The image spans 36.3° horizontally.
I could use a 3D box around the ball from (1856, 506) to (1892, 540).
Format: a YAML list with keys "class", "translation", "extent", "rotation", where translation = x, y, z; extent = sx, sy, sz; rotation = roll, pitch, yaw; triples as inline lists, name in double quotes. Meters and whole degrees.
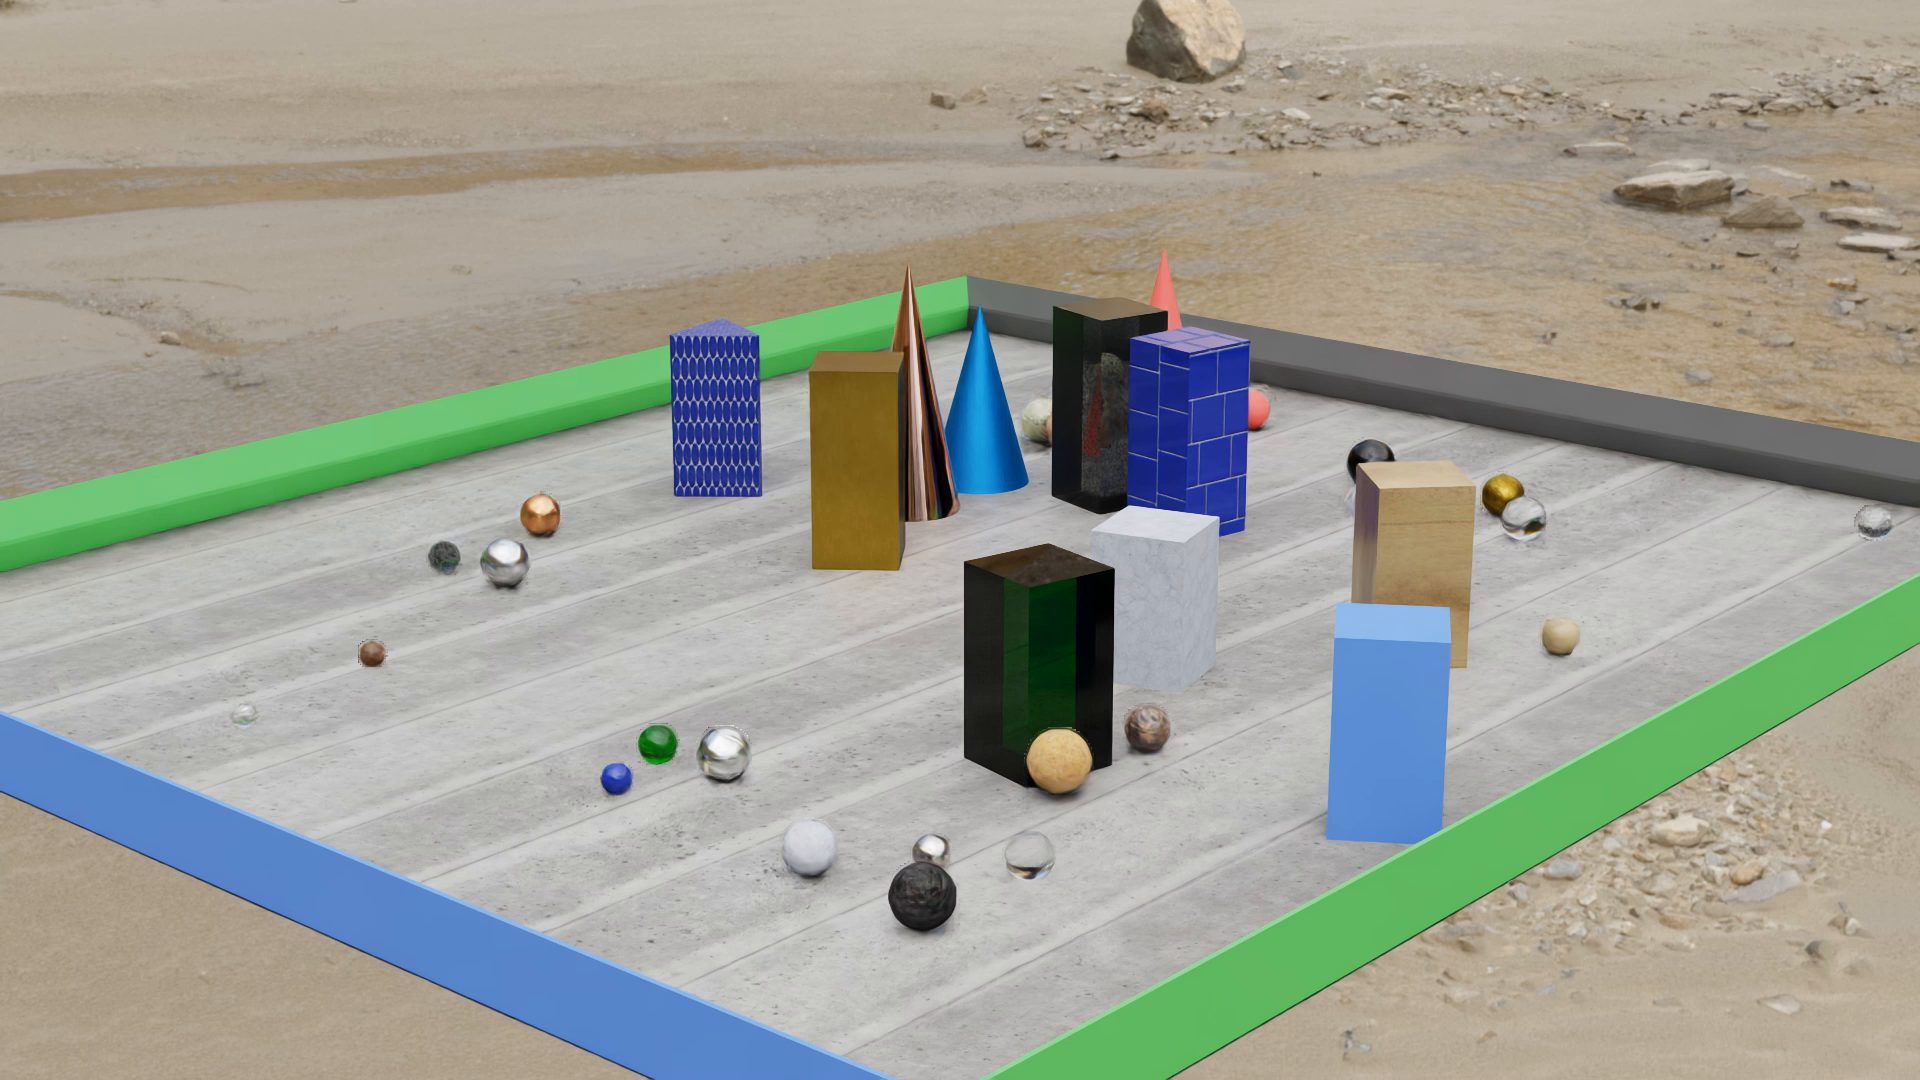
- class: "ball"
  translation: [1.697, -0.030, 5.441]
  extent: [0.063, 0.063, 0.063]
  rotation: [0, 17, 0]

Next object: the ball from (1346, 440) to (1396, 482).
- class: "ball"
  translation: [0.811, -0.150, 5.782]
  extent: [0.096, 0.096, 0.096]
  rotation: [0, 17, 0]

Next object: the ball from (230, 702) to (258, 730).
- class: "ball"
  translation: [-1.095, 0.270, 4.486]
  extent: [0.041, 0.041, 0.041]
  rotation: [0, 17, 0]

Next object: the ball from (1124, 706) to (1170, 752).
- class: "ball"
  translation: [0.281, 0.283, 4.393]
  extent: [0.069, 0.069, 0.069]
  rotation: [0, 17, 0]

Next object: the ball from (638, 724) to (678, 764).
- class: "ball"
  translation: [-0.448, 0.303, 4.344]
  extent: [0.059, 0.059, 0.059]
  rotation: [0, 17, 0]

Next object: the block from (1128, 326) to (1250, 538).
- class: "block"
  translation: [0.425, -0.196, 5.467]
  extent: [0.157, 0.366, 0.157]
  rotation: [-14, 22, -38]

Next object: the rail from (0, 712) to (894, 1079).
- class: "rail"
  translation: [-1.046, 0.380, 3.967]
  extent: [2.769, 0.127, 0.045]
  rotation: [14, 22, 39]

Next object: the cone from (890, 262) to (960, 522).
- class: "cone"
  translation: [-0.097, -0.295, 5.588]
  extent: [0.196, 0.486, 0.196]
  rotation: [0, 17, 0]

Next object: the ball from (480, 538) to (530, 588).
- class: "ball"
  translation: [-0.801, 0.040, 5.168]
  extent: [0.086, 0.086, 0.086]
  rotation: [0, 17, 0]

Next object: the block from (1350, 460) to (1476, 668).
- class: "block"
  translation: [0.737, 0.040, 4.785]
  extent: [0.157, 0.307, 0.157]
  rotation: [-2, 17, -6]

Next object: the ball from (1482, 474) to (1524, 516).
- class: "ball"
  translation: [1.036, -0.085, 5.592]
  extent: [0.081, 0.081, 0.081]
  rotation: [0, 17, 0]

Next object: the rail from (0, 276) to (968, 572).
- class: "rail"
  translation: [-1.027, -0.226, 5.974]
  extent: [0.045, 0.127, 3.238]
  rotation: [14, 22, 39]

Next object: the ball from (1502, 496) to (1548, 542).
- class: "ball"
  translation: [1.047, -0.039, 5.436]
  extent: [0.084, 0.084, 0.084]
  rotation: [0, 17, 0]

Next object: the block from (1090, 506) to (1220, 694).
- class: "block"
  translation: [0.312, 0.093, 4.707]
  extent: [0.157, 0.250, 0.157]
  rotation: [8, 18, 24]

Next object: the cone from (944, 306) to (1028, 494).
- class: "cone"
  translation: [0.039, -0.291, 5.791]
  extent: [0.196, 0.361, 0.196]
  rotation: [0, 17, 0]

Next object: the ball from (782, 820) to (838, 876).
- class: "ball"
  translation: [-0.203, 0.415, 3.945]
  extent: [0.075, 0.075, 0.075]
  rotation: [0, 17, 0]

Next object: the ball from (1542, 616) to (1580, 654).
- class: "ball"
  translation: [0.987, 0.157, 4.820]
  extent: [0.063, 0.063, 0.063]
  rotation: [0, 17, 0]

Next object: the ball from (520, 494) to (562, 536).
- class: "ball"
  translation: [-0.783, -0.048, 5.476]
  extent: [0.076, 0.076, 0.076]
  rotation: [0, 17, 0]

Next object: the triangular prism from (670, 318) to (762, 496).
- class: "triangular prism"
  translation: [-0.472, -0.261, 5.758]
  extent: [0.170, 0.322, 0.147]
  rotation: [0, 17, 1]

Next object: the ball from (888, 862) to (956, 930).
- class: "ball"
  translation: [-0.048, 0.459, 3.776]
  extent: [0.088, 0.088, 0.088]
  rotation: [0, 17, 0]

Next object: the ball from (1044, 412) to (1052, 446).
- class: "ball"
  translation: [0.222, -0.228, 6.037]
  extent: [0.098, 0.098, 0.098]
  rotation: [0, 17, 0]

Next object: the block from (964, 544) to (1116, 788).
- class: "block"
  translation: [0.115, 0.183, 4.314]
  extent: [0.157, 0.306, 0.157]
  rotation: [-12, 20, -34]

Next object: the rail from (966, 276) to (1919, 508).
- class: "rail"
  translation: [1.046, -0.316, 6.273]
  extent: [2.769, 0.127, 0.045]
  rotation: [14, 22, 39]

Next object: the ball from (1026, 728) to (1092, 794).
- class: "ball"
  translation: [0.143, 0.318, 4.214]
  extent: [0.094, 0.094, 0.094]
  rotation: [0, 17, 0]

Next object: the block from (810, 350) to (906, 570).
- class: "block"
  translation: [-0.183, -0.144, 5.293]
  extent: [0.157, 0.366, 0.157]
  rotation: [1, 17, 3]

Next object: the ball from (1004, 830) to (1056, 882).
- class: "ball"
  translation: [0.094, 0.423, 3.928]
  extent: [0.068, 0.068, 0.068]
  rotation: [0, 17, 0]

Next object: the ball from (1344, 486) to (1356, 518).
- class: "ball"
  translation: [0.767, -0.072, 5.564]
  extent: [0.072, 0.072, 0.072]
  rotation: [0, 17, 0]

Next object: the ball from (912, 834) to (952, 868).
- class: "ball"
  translation: [-0.038, 0.423, 3.956]
  extent: [0.053, 0.053, 0.053]
  rotation: [0, 17, 0]

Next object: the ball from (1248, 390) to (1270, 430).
- class: "ball"
  translation: [0.614, -0.277, 6.220]
  extent: [0.086, 0.086, 0.086]
  rotation: [0, 17, 0]

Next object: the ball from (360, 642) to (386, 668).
- class: "ball"
  translation: [-0.954, 0.186, 4.763]
  extent: [0.041, 0.041, 0.041]
  rotation: [0, 17, 0]

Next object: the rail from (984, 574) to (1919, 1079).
- class: "rail"
  translation: [1.027, 0.289, 4.266]
  extent: [0.045, 0.127, 3.238]
  rotation: [14, 22, 39]

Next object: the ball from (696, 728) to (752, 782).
- class: "ball"
  translation: [-0.344, 0.312, 4.277]
  extent: [0.079, 0.079, 0.079]
  rotation: [0, 17, 0]

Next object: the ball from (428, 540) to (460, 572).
- class: "ball"
  translation: [-0.924, 0.030, 5.255]
  extent: [0.056, 0.056, 0.056]
  rotation: [0, 17, 0]

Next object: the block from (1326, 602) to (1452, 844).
- class: "block"
  translation: [0.598, 0.255, 4.092]
  extent: [0.157, 0.296, 0.157]
  rotation: [2, 17, 8]

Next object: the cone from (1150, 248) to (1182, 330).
- class: "cone"
  translation: [0.419, -0.402, 6.065]
  extent: [0.196, 0.415, 0.196]
  rotation: [0, 17, 0]

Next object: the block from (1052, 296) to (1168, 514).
- class: "block"
  translation: [0.288, -0.261, 5.659]
  extent: [0.157, 0.379, 0.157]
  rotation: [-11, 20, -32]

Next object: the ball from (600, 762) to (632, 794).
- class: "ball"
  translation: [-0.495, 0.344, 4.229]
  extent: [0.046, 0.046, 0.046]
  rotation: [0, 17, 0]

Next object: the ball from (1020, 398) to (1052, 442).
- class: "ball"
  translation: [0.173, -0.250, 6.118]
  extent: [0.093, 0.093, 0.093]
  rotation: [0, 17, 0]
